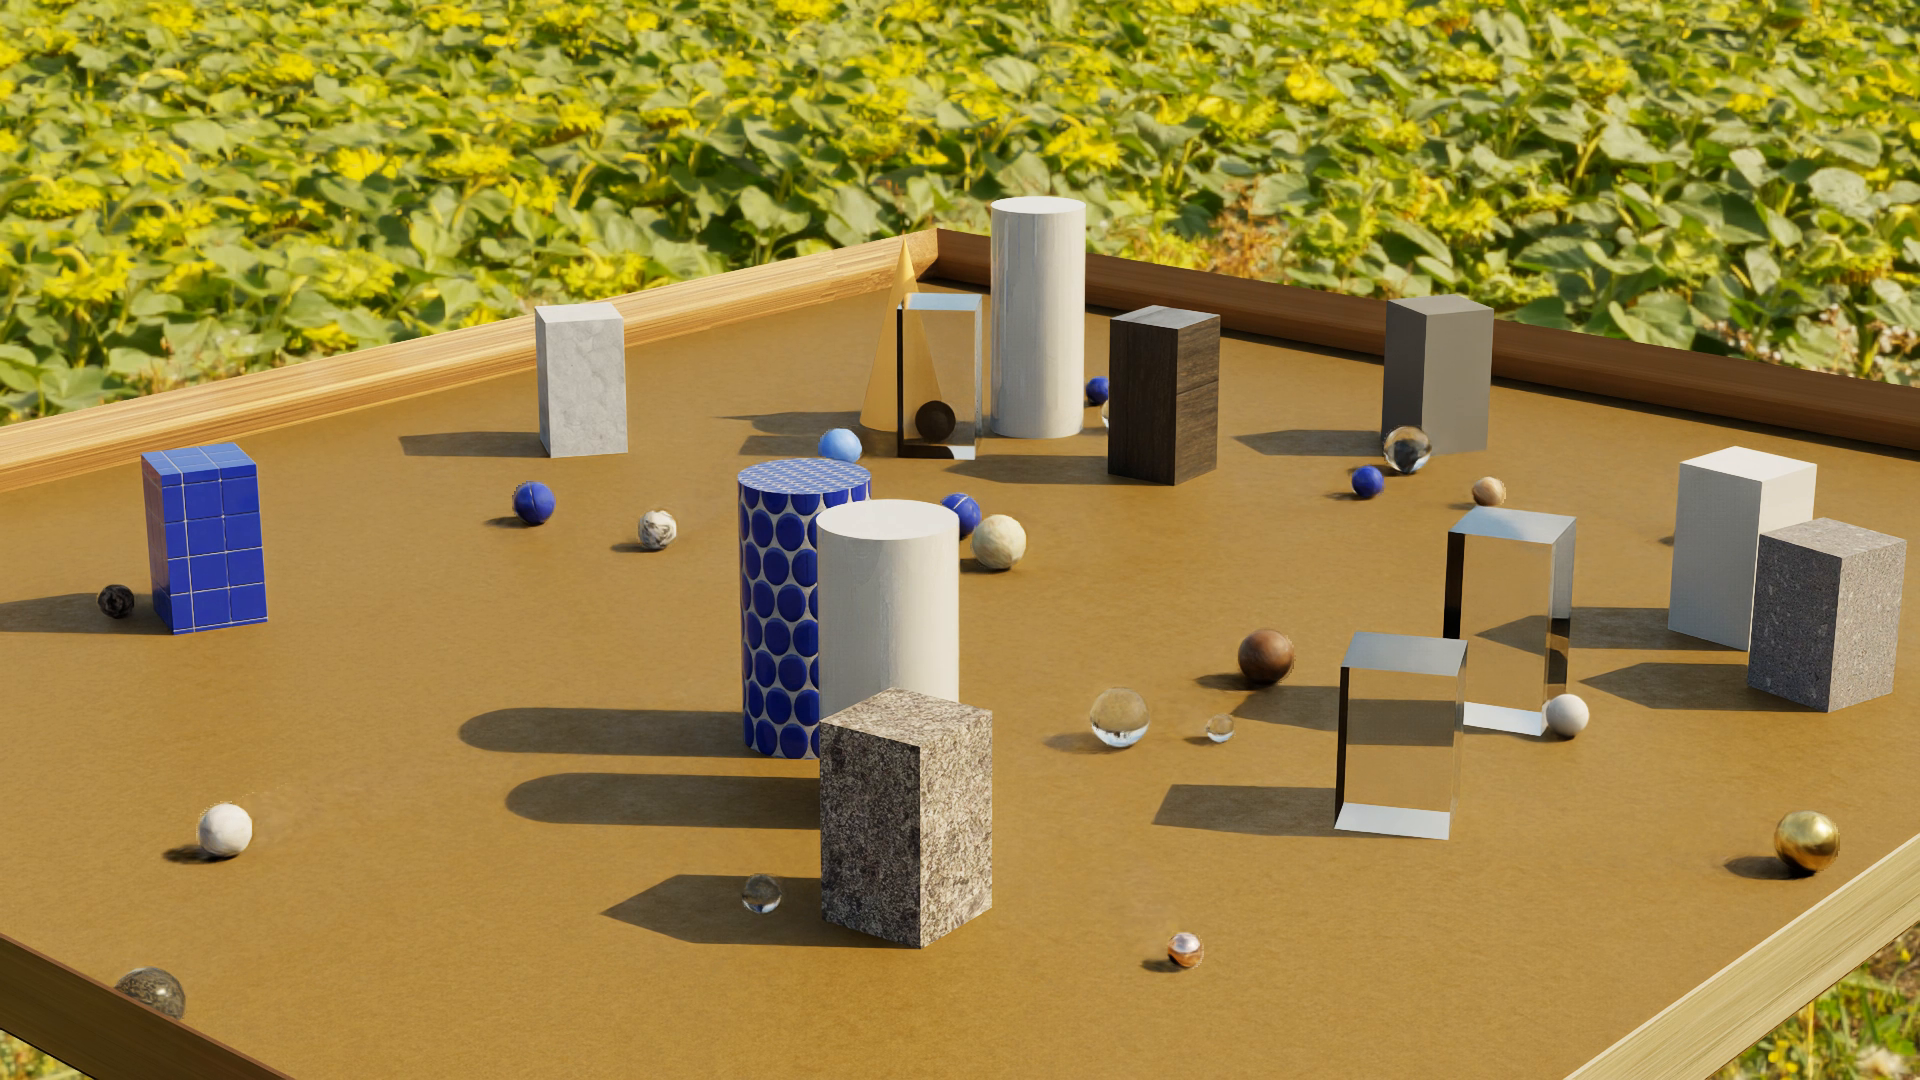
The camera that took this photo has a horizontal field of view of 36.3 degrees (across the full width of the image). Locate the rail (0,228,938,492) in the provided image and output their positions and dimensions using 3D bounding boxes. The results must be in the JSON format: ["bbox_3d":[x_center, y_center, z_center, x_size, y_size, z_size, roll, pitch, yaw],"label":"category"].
[{"bbox_3d":[-1.381,-0.313,6.268,0.045,0.129,4.076,14,22,39],"label":"rail"}]

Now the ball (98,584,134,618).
[{"bbox_3d":[-1.441,0.104,5.008,0.059,0.059,0.059,0,17,0],"label":"ball"}]

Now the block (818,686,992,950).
[{"bbox_3d":[-0.069,0.357,3.793,0.159,0.275,0.159,11,20,33],"label":"block"}]

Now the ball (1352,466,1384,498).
[{"bbox_3d":[0.796,-0.114,5.725,0.063,0.063,0.063,0,17,0],"label":"ball"}]

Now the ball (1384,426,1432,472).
[{"bbox_3d":[0.900,-0.183,5.898,0.094,0.094,0.094,0,17,0],"label":"ball"}]

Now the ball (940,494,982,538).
[{"bbox_3d":[-0.001,-0.046,5.467,0.081,0.081,0.081,0,17,0],"label":"ball"}]

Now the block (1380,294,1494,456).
[{"bbox_3d":[0.988,-0.342,6.073,0.159,0.298,0.159,-7,18,-21],"label":"block"}]

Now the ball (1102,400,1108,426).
[{"bbox_3d":[0.340,-0.269,6.210,0.080,0.080,0.080,0,17,0],"label":"ball"}]

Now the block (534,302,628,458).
[{"bbox_3d":[-0.784,-0.332,6.066,0.159,0.284,0.159,-5,17,-15],"label":"block"}]

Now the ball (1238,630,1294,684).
[{"bbox_3d":[0.488,0.186,4.684,0.088,0.088,0.088,0,17,0],"label":"ball"}]

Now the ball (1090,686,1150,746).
[{"bbox_3d":[0.241,0.266,4.415,0.090,0.090,0.090,0,17,0],"label":"ball"}]

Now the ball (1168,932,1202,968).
[{"bbox_3d":[0.281,0.513,3.674,0.044,0.044,0.044,0,17,0],"label":"ball"}]

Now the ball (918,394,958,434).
[{"bbox_3d":[-0.046,-0.266,6.189,0.085,0.085,0.085,0,17,0],"label":"ball"}]

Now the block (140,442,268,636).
[{"bbox_3d":[-1.285,-0.004,4.986,0.159,0.278,0.159,-8,19,-26],"label":"block"}]

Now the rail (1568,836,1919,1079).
[{"bbox_3d":[1.381,0.378,3.972,0.045,0.129,4.076,14,22,39],"label":"rail"}]

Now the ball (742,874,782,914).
[{"bbox_3d":[-0.259,0.463,3.831,0.051,0.051,0.051,0,17,0],"label":"ball"}]

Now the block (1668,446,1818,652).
[{"bbox_3d":[1.308,0.013,4.907,0.159,0.292,0.159,-14,22,-40],"label":"block"}]

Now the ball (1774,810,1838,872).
[{"bbox_3d":[1.143,0.406,3.961,0.083,0.083,0.083,0,17,0],"label":"ball"}]

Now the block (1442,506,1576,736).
[{"bbox_3d":[0.845,0.122,4.521,0.159,0.305,0.159,8,18,24],"label":"block"}]

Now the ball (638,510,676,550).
[{"bbox_3d":[-0.557,-0.019,5.394,0.072,0.072,0.072,0,17,0],"label":"ball"}]

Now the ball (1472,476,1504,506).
[{"bbox_3d":[1.019,-0.092,5.659,0.059,0.059,0.059,0,17,0],"label":"ball"}]

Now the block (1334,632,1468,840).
[{"bbox_3d":[0.622,0.273,4.130,0.159,0.241,0.159,4,17,14],"label":"block"}]

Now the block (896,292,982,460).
[{"bbox_3d":[-0.041,-0.339,6.039,0.159,0.311,0.159,2,17,5],"label":"block"}]

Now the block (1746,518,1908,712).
[{"bbox_3d":[1.368,0.116,4.632,0.159,0.252,0.159,-12,20,-34],"label":"block"}]

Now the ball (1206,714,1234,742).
[{"bbox_3d":[0.394,0.285,4.436,0.042,0.042,0.042,0,17,0],"label":"ball"}]

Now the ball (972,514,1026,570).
[{"bbox_3d":[0.070,0.003,5.273,0.098,0.098,0.098,0,17,0],"label":"ball"}]

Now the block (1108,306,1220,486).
[{"bbox_3d":[0.408,-0.291,5.869,0.159,0.318,0.159,12,20,34],"label":"block"}]

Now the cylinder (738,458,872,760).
[{"bbox_3d":[-0.231,0.102,4.405,0.199,0.411,0.199,0,17,0],"label":"cylinder"}]

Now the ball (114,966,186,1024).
[{"bbox_3d":[-0.963,0.550,3.476,0.088,0.088,0.088,0,17,0],"label":"ball"}]

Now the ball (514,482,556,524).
[{"bbox_3d":[-0.805,-0.070,5.551,0.079,0.079,0.079,0,17,0],"label":"ball"}]

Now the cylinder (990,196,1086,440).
[{"bbox_3d":[0.163,-0.470,6.184,0.199,0.479,0.199,0,17,0],"label":"cylinder"}]

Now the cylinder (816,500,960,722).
[{"bbox_3d":[-0.101,0.175,4.134,0.199,0.426,0.199,0,17,0],"label":"cylinder"}]

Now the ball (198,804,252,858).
[{"bbox_3d":[-1.005,0.397,4.011,0.073,0.073,0.073,0,17,0],"label":"ball"}]

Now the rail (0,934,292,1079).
[{"bbox_3d":[-1.321,0.471,3.663,3.704,0.129,0.045,14,22,39],"label":"rail"}]

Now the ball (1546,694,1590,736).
[{"bbox_3d":[0.924,0.266,4.458,0.065,0.065,0.065,0,17,0],"label":"ball"}]

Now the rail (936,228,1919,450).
[{"bbox_3d":[1.321,-0.406,6.576,3.704,0.129,0.045,14,22,39],"label":"rail"}]

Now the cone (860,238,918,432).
[{"bbox_3d":[-0.117,-0.450,6.251,0.199,0.403,0.199,0,17,0],"label":"cone"}]

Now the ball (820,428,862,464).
[{"bbox_3d":[-0.241,-0.185,5.924,0.083,0.083,0.083,0,17,0],"label":"ball"}]

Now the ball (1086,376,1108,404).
[{"bbox_3d":[0.306,-0.329,6.441,0.060,0.060,0.060,0,17,0],"label":"ball"}]
